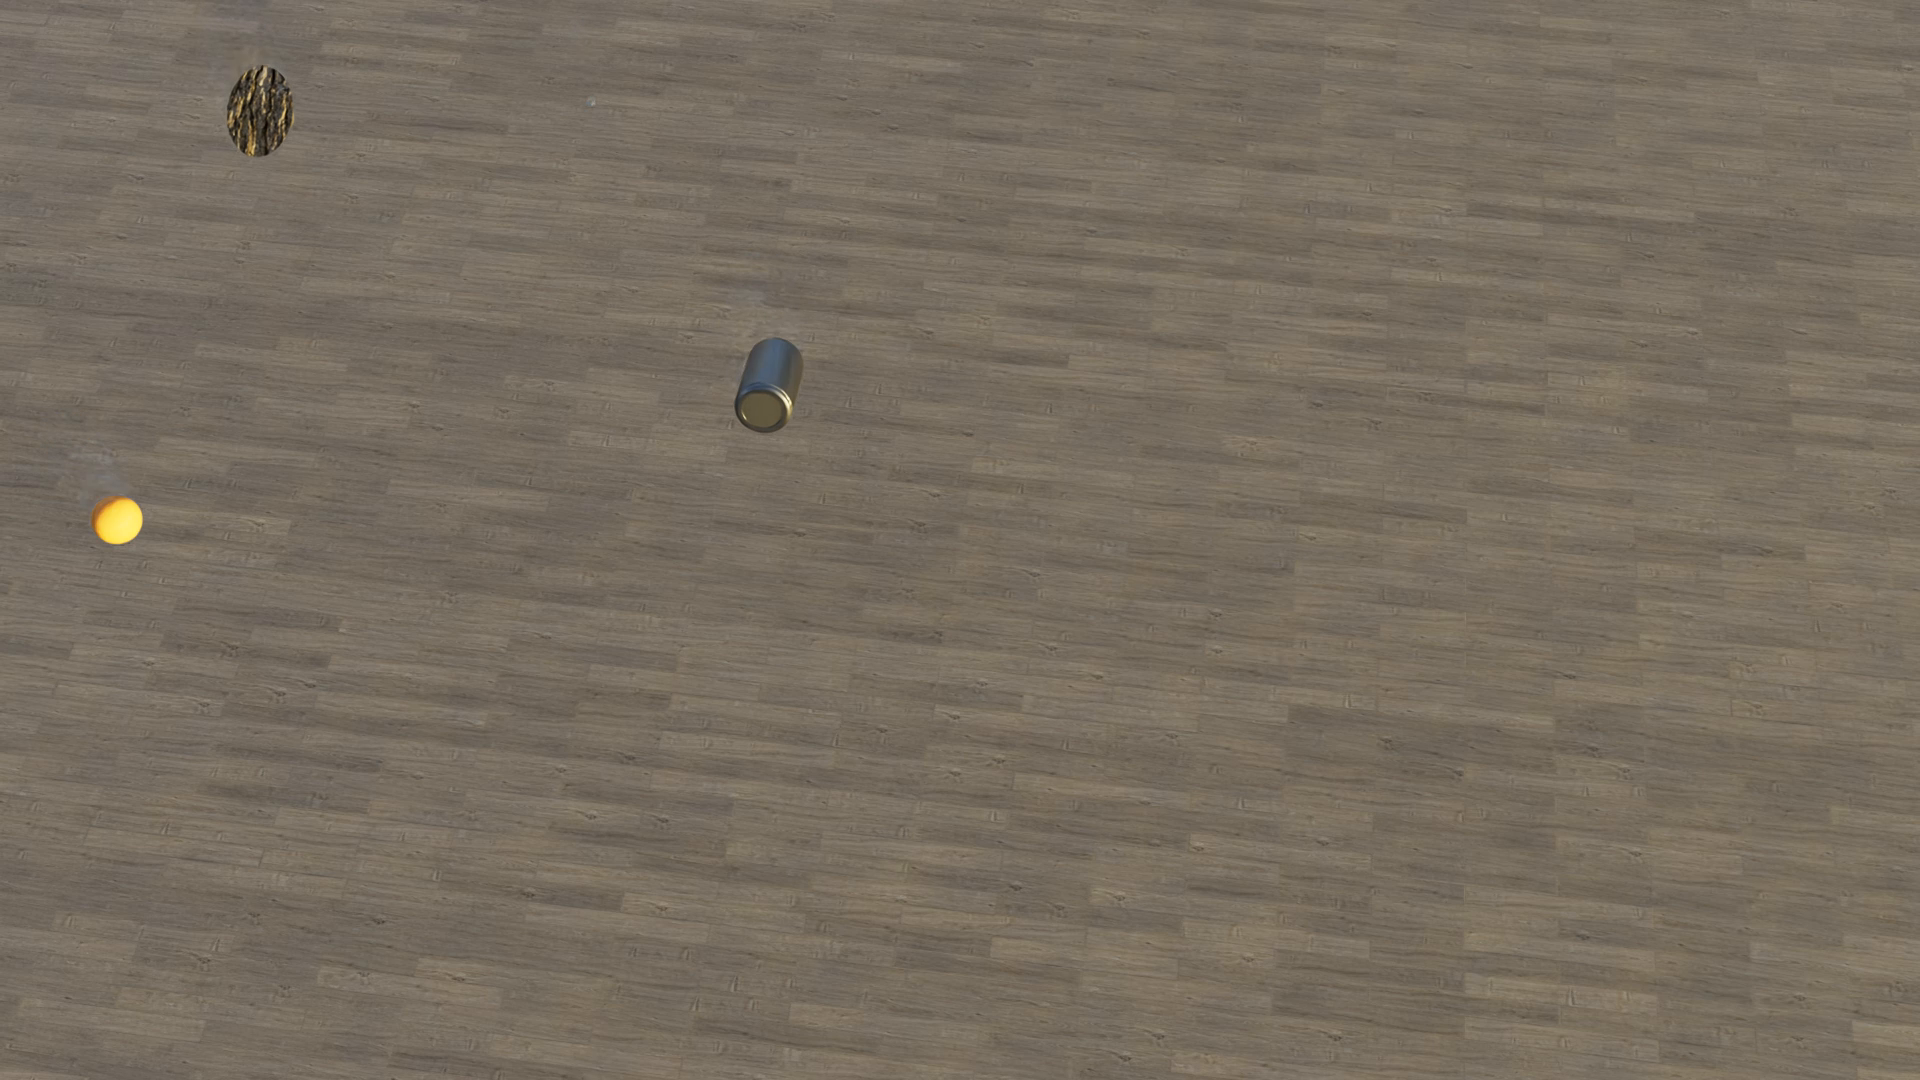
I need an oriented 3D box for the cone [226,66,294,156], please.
[{"bbox_3d":[-1.405,-0.873,4.524,0.178,0.097,0.185,14,97,25],"label":"cone"}]
